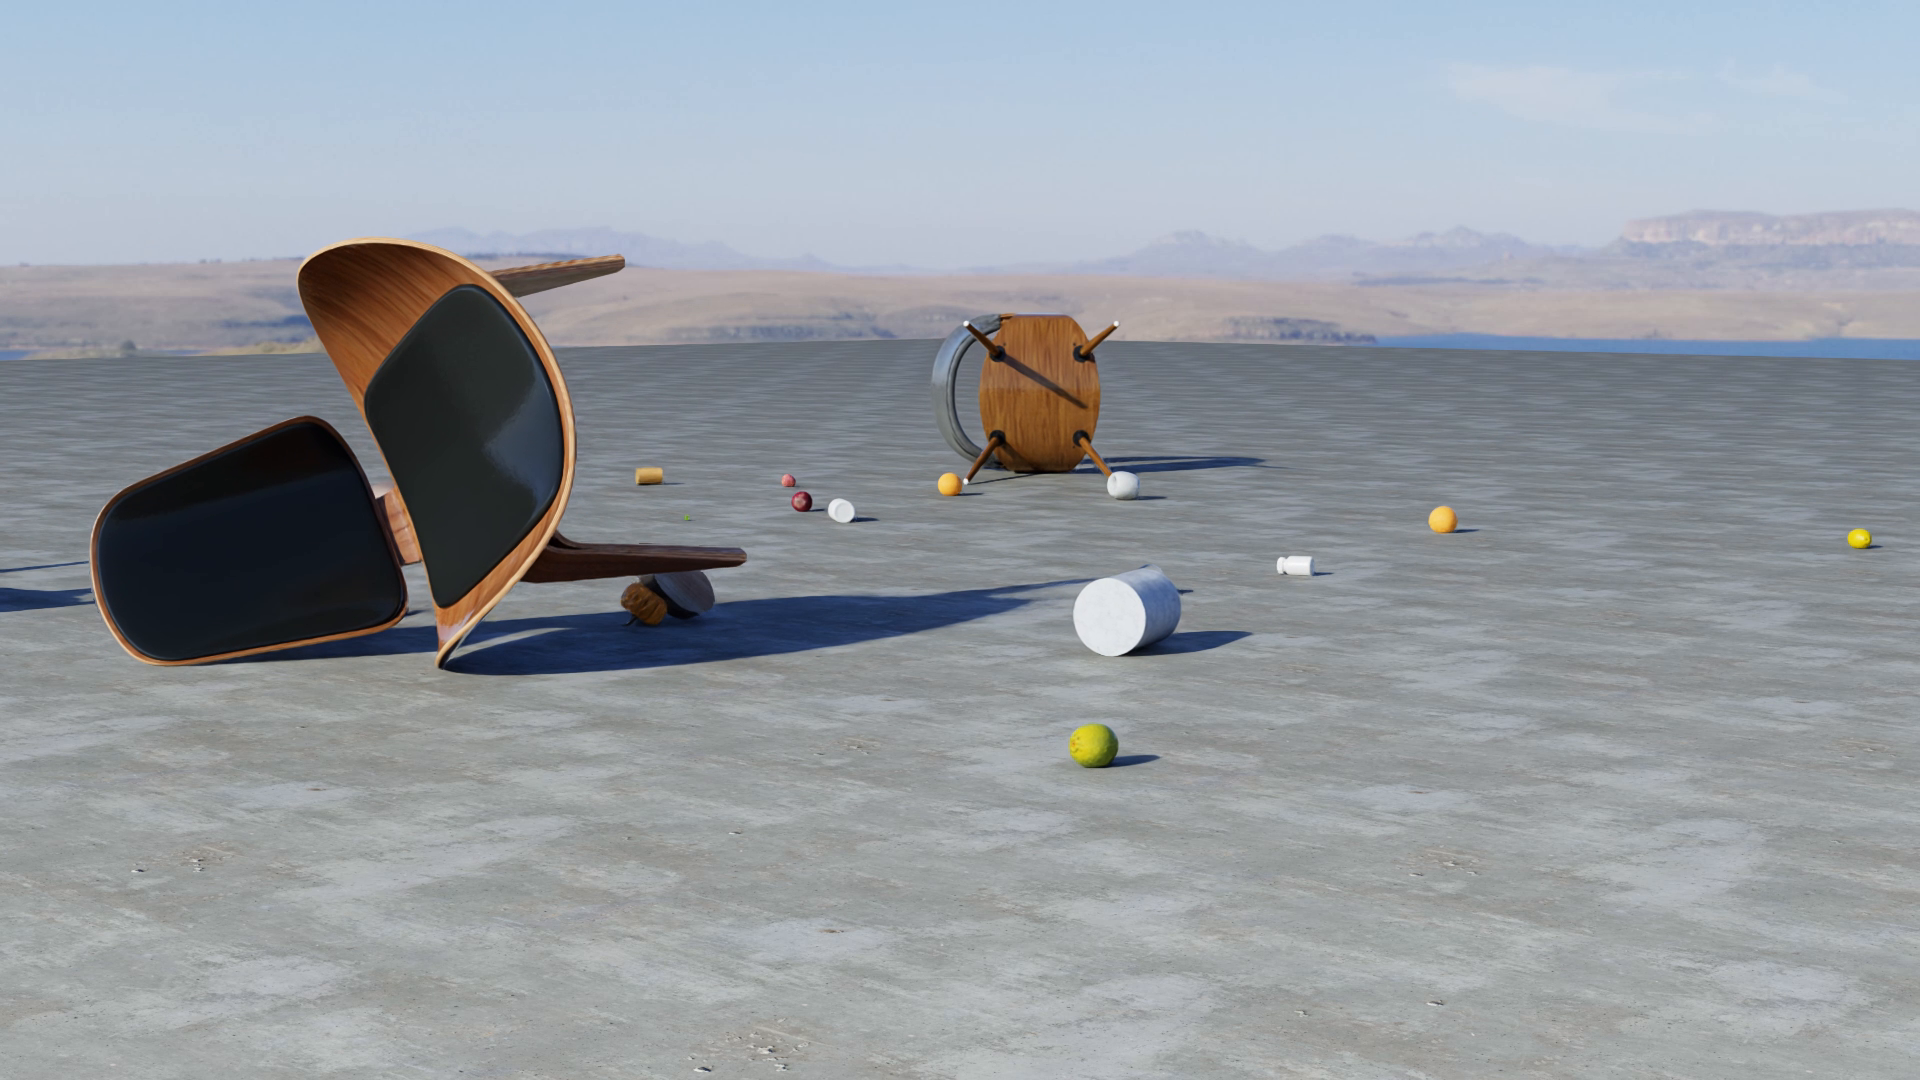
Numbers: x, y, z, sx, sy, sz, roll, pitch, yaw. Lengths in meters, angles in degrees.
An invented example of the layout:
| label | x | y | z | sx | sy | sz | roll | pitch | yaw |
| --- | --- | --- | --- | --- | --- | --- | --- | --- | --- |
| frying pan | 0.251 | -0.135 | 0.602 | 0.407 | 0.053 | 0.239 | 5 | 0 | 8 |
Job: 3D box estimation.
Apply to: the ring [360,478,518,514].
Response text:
| label | x | y | z | sx | sy | sz | roll | pitch | yaw |
| --- | --- | --- | --- | --- | --- | --- | --- | --- | --- |
| ring | -1.476 | -0.124 | 7.275 | 0.441 | 0.071 | 0.514 | -2 | 6 | -22 |

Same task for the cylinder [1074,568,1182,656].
| label | x | y | z | sx | sy | sz | roll | pitch | yaw |
| --- | --- | --- | --- | --- | --- | --- | --- | --- | --- |
| cylinder | 0.296 | 0.127 | 4.523 | 0.136 | 0.136 | 0.166 | 21 | 14 | 23 |

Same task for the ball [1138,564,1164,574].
| label | x | y | z | sx | sy | sz | roll | pitch | yaw |
| --- | --- | --- | --- | --- | --- | --- | --- | --- | --- |
| ball | 0.392 | 0.082 | 5.306 | 0.064 | 0.064 | 0.064 | 0 | 6 | 0 |

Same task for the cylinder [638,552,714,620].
| label | x | y | z | sx | sy | sz | roll | pitch | yaw |
| --- | --- | --- | --- | --- | --- | --- | --- | --- | --- |
| cylinder | -0.542 | 0.087 | 4.895 | 0.086 | 0.146 | 0.081 | -52 | 15 | -26 |

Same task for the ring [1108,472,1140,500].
| label | x | y | z | sx | sy | sz | roll | pitch | yaw |
| --- | --- | --- | --- | --- | --- | --- | --- | --- | --- |
| ring | 0.483 | -0.160 | 7.566 | 0.074 | 0.083 | 0.121 | 8 | 5 | -16 |
